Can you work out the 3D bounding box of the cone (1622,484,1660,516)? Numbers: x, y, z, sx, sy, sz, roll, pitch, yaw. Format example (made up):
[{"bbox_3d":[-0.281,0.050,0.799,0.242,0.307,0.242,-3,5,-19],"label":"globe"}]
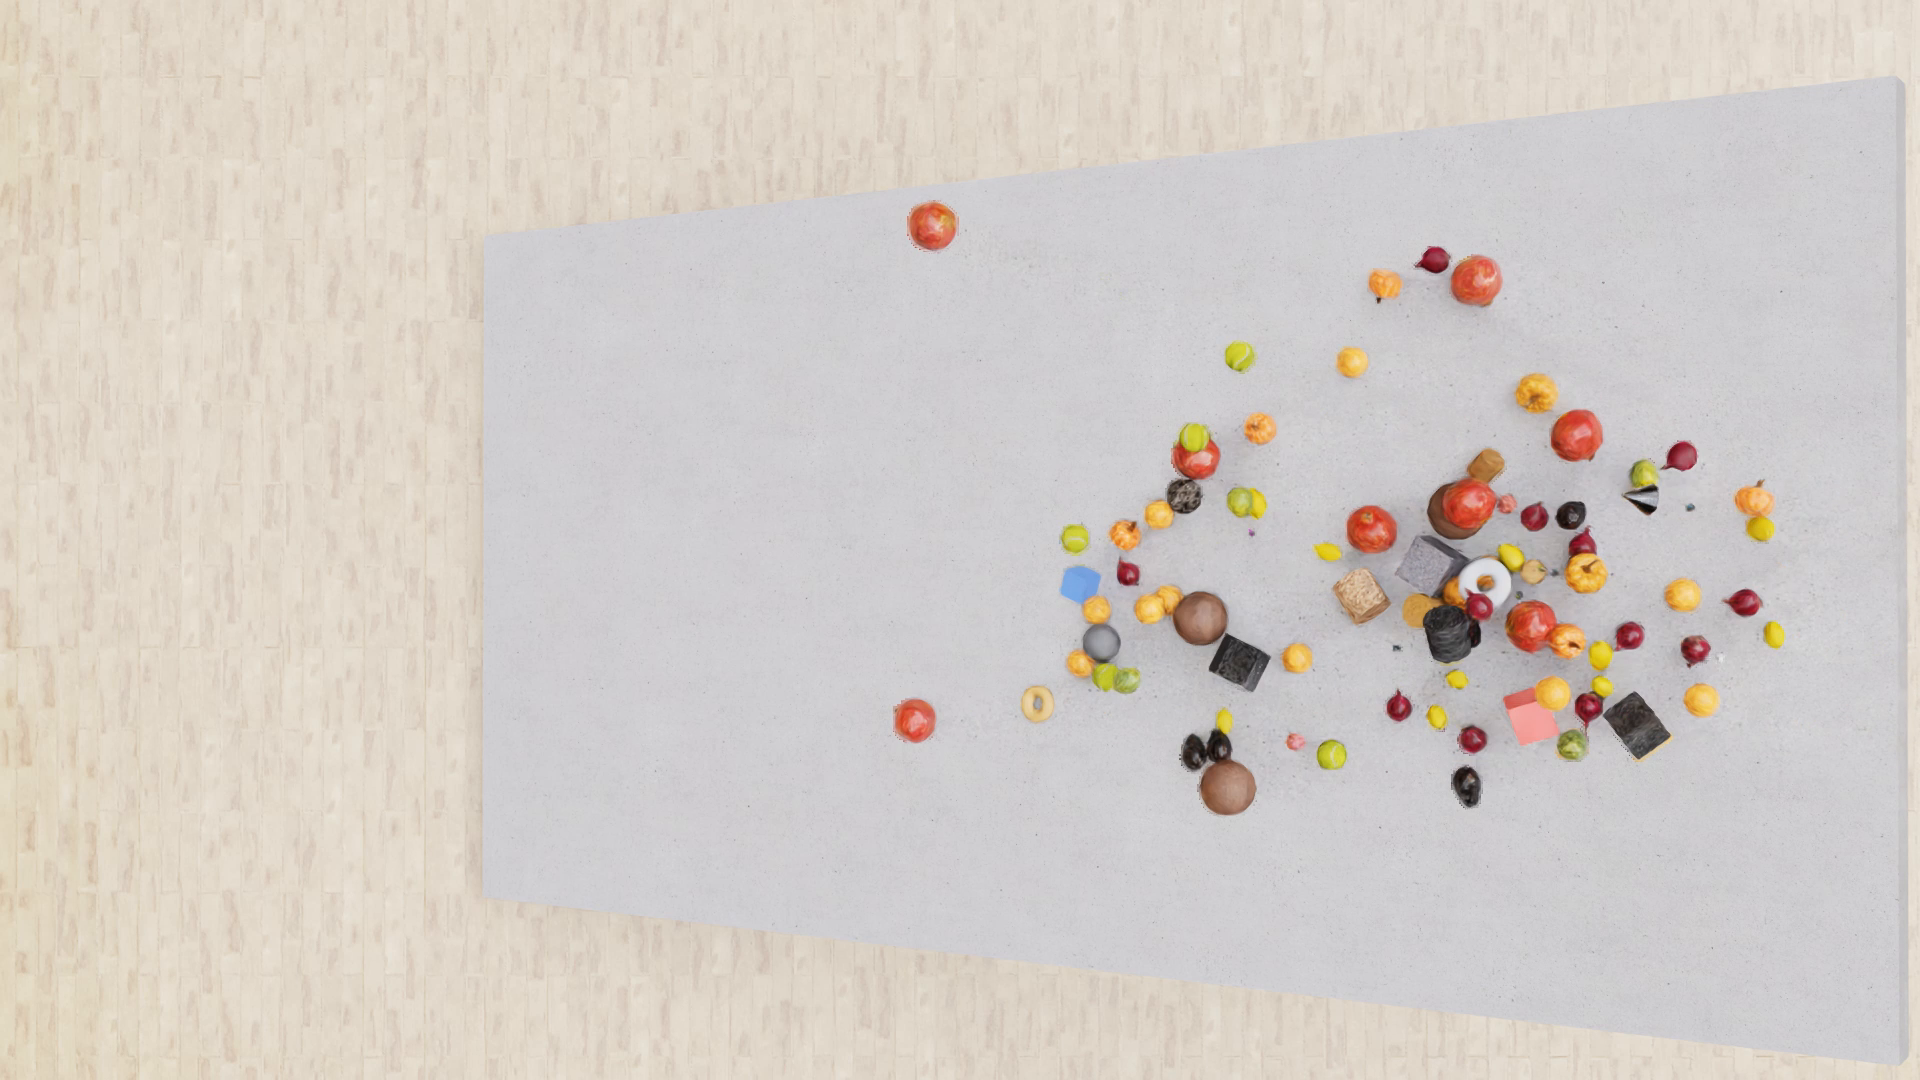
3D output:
[{"bbox_3d":[1.377,-0.088,4.484,0.067,0.067,0.067,9,90,-13],"label":"cone"}]

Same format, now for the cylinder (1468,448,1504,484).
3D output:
[{"bbox_3d":[1.162,-0.162,4.860,0.058,0.058,0.058,17,48,-20],"label":"cylinder"}]

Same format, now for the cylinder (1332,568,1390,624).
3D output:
[{"bbox_3d":[0.917,0.128,5.024,0.095,0.095,0.095,-30,69,0],"label":"cylinder"}]

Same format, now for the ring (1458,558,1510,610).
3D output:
[{"bbox_3d":[1.150,0.096,4.821,0.116,0.039,0.116,-4,81,28],"label":"ring"}]

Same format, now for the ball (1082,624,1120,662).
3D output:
[{"bbox_3d":[0.348,0.252,5.405,0.094,0.094,0.094,0,90,0],"label":"ball"}]

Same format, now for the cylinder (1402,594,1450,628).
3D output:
[{"bbox_3d":[1.049,0.160,4.941,0.077,0.077,0.077,1,89,-42],"label":"cylinder"}]

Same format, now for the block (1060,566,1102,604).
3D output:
[{"bbox_3d":[0.299,0.110,5.448,0.066,0.066,0.066,25,115,31],"label":"block"}]

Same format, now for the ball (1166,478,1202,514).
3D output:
[{"bbox_3d":[0.539,-0.105,5.287,0.085,0.085,0.085,0,90,0],"label":"ball"}]

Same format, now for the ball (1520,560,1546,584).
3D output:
[{"bbox_3d":[1.256,0.070,4.818,0.055,0.055,0.055,0,90,0],"label":"ball"}]

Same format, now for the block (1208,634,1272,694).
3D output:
[{"bbox_3d":[0.659,0.291,5.179,0.096,0.096,0.096,26,88,25],"label":"block"}]

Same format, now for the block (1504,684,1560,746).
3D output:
[{"bbox_3d":[1.240,0.381,4.776,0.088,0.088,0.088,-20,102,12],"label":"block"}]

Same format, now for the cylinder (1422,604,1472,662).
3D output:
[{"bbox_3d":[1.072,0.206,4.837,0.090,0.090,0.090,-21,121,0],"label":"cylinder"}]

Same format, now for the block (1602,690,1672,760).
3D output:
[{"bbox_3d":[1.422,0.390,4.621,0.085,0.085,0.085,-38,124,9],"label":"block"}]

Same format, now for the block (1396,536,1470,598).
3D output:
[{"bbox_3d":[1.059,0.060,4.931,0.100,0.100,0.100,36,109,29],"label":"block"}]

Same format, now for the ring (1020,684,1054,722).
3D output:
[{"bbox_3d":[0.196,0.412,5.542,0.095,0.032,0.095,-2,86,33],"label":"ring"}]

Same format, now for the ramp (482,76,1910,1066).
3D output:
[{"bbox_3d":[0.253,0.070,5.586,4.000,0.100,2.000,0,89,34],"label":"ramp"}]
